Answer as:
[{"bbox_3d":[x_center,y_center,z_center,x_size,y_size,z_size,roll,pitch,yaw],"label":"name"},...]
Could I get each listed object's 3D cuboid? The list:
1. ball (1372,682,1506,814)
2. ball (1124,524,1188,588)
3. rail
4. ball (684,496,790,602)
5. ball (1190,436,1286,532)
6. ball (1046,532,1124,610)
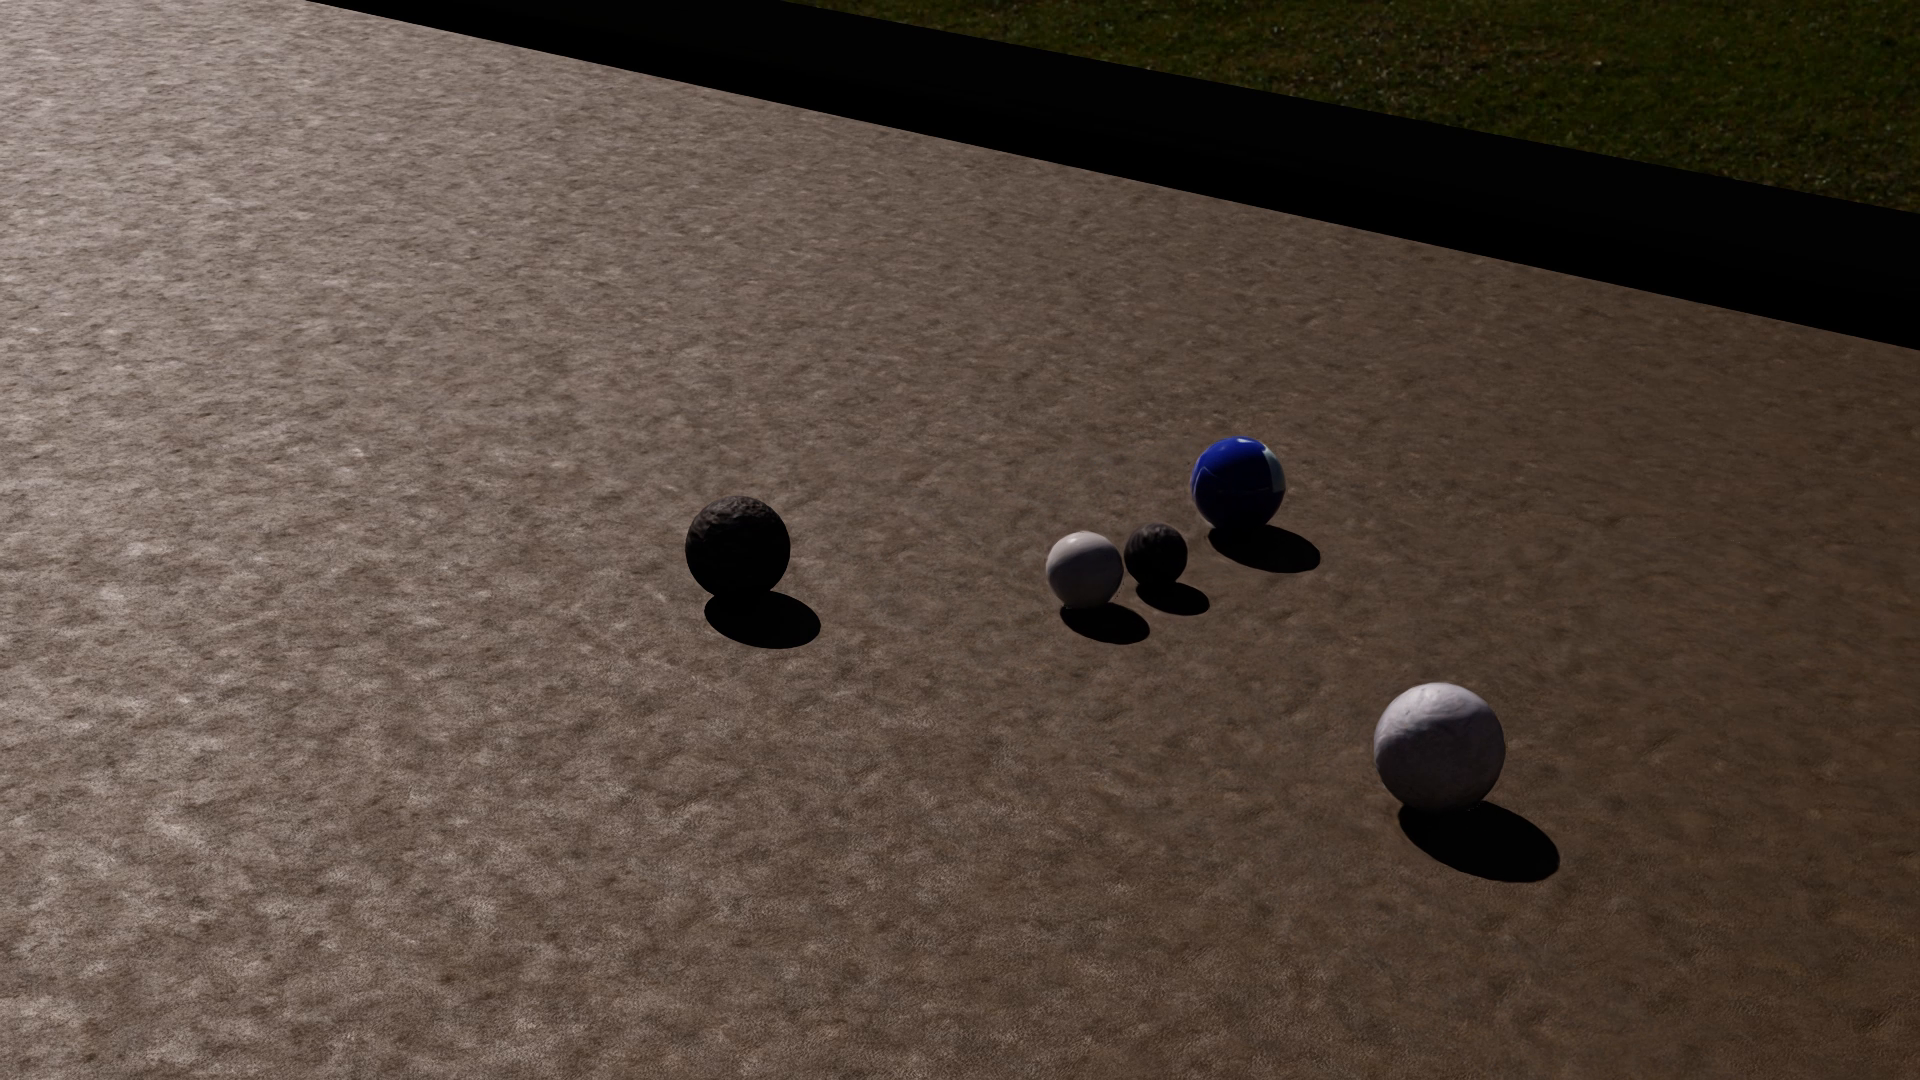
[{"bbox_3d":[0.345,0.150,2.121,0.095,0.095,0.095,0,22,0],"label":"ball"},{"bbox_3d":[0.167,0.013,2.512,0.055,0.055,0.055,0,22,0],"label":"ball"},{"bbox_3d":[-0.042,-0.628,4.002,4.359,0.123,0.045,18,28,37],"label":"rail"},{"bbox_3d":[-0.187,0.007,2.481,0.089,0.089,0.089,0,22,0],"label":"ball"},{"bbox_3d":[0.248,-0.049,2.626,0.085,0.085,0.085,0,22,0],"label":"ball"},{"bbox_3d":[0.104,0.025,2.468,0.065,0.065,0.065,0,22,0],"label":"ball"}]
